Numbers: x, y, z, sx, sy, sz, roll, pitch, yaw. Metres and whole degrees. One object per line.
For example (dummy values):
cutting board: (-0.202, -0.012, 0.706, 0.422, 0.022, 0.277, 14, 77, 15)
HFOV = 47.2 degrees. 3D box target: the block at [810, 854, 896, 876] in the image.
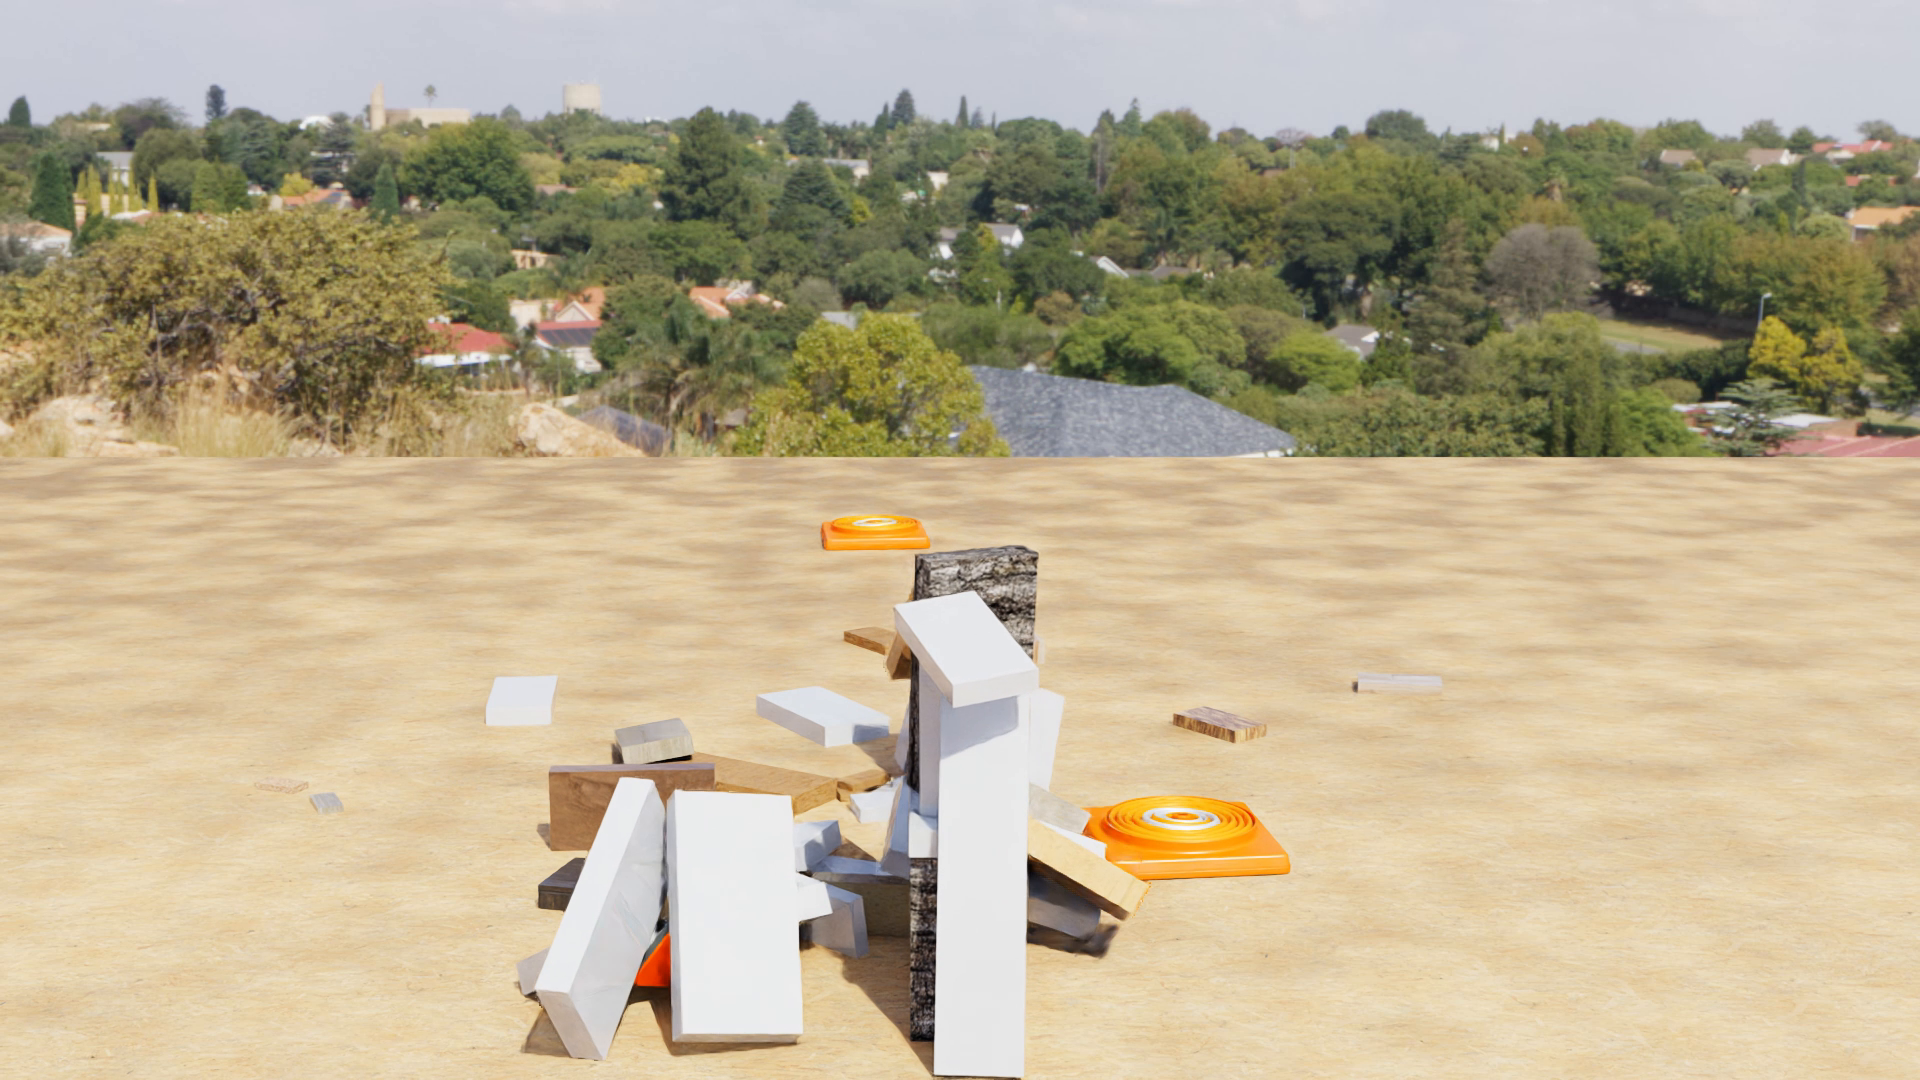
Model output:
block: (-0.143, 0.556, 3.615, 0.197, 0.028, 0.099, 13, 5, -29)

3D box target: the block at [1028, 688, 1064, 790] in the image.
block: (0.131, 0.360, 3.901, 0.027, 0.191, 0.095, -1, -17, 41)

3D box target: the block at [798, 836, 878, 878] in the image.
block: (-0.218, 0.551, 3.666, 0.099, 0.028, 0.197, 32, 20, 23)

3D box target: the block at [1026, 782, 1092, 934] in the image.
block: (0.105, 0.510, 3.591, 0.141, 0.040, 0.282, 28, 35, 5)

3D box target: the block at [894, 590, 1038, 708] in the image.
block: (0.006, 0.145, 2.974, 0.120, 0.034, 0.239, -10, 27, -18)

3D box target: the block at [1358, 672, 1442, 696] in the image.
block: (0.999, 0.329, 5.002, 0.186, 0.026, 0.093, 2, 11, 9)

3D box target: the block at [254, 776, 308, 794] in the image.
block: (-1.313, 0.475, 4.255, 0.093, 0.013, 0.046, 4, 11, 21)

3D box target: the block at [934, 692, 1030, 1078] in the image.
block: (0.031, 0.441, 2.974, 0.120, 0.554, 0.034, 1, -3, 3)

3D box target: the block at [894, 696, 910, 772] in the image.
block: (-0.023, 0.314, 4.340, 0.154, 0.309, 0.044, -6, 38, -28)

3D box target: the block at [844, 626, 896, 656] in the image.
block: (-0.198, 0.249, 5.434, 0.093, 0.026, 0.186, -7, 13, -35)

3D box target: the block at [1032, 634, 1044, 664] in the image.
block: (0.032, 0.181, 4.080, 0.152, 0.043, 0.304, -3, 10, -19)

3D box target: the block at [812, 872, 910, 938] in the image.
block: (-0.137, 0.577, 3.471, 0.191, 0.095, 0.027, 1, 22, 8)

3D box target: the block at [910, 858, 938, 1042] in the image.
block: (0.000, 0.561, 3.067, 0.138, 0.275, 0.039, 0, 10, 1)

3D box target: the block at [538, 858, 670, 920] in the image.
block: (-0.484, 0.579, 3.614, 0.386, 0.041, 0.145, 3, 11, 15)

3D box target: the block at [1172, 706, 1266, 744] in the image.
block: (0.550, 0.391, 4.666, 0.093, 0.026, 0.186, -8, 13, -37)

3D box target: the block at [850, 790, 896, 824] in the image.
block: (-0.103, 0.495, 4.108, 0.191, 0.027, 0.095, -3, 11, -14)

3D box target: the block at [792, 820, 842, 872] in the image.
block: (-0.356, 0.511, 3.613, 0.290, 0.041, 0.145, -7, 7, 21)

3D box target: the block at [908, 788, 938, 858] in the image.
block: (-0.002, 0.388, 3.136, 0.138, 0.039, 0.275, 0, 11, -1)

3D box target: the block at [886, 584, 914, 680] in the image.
block: (-0.032, 0.151, 4.270, 0.154, 0.309, 0.044, -3, 48, -23)

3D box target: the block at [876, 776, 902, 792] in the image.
block: (-0.113, 0.473, 4.235, 0.051, 0.015, 0.103, -6, 6, 31)

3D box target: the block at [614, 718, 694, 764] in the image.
block: (-0.616, 0.404, 4.413, 0.137, 0.039, 0.274, -10, 5, -12)

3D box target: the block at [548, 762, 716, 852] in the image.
block: (-0.579, 0.473, 3.901, 0.290, 0.145, 0.041, -1, 10, -4)

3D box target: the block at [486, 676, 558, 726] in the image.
block: (-0.962, 0.352, 4.843, 0.137, 0.039, 0.274, -1, 11, -7)

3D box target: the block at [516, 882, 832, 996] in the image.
block: (-0.425, 0.596, 3.297, 0.441, 0.049, 0.172, -7, -15, -35)

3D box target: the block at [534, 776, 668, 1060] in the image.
block: (-0.484, 0.524, 3.065, 0.049, 0.175, 0.349, 4, 48, 16)

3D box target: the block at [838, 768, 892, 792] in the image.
block: (-0.187, 0.463, 4.234, 0.103, 0.015, 0.051, -10, 15, -44)

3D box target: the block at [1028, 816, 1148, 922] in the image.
block: (0.118, 0.472, 3.384, 0.349, 0.049, 0.175, 29, -12, 7)

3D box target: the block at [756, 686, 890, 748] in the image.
block: (-0.296, 0.376, 4.704, 0.154, 0.044, 0.309, -7, 12, -32)

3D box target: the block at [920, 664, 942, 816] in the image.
block: (0.005, 0.263, 3.046, 0.120, 0.239, 0.034, 0, 11, 1)

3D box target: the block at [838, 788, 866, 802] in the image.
block: (-0.215, 0.480, 4.221, 0.051, 0.015, 0.103, -3, 11, -15)

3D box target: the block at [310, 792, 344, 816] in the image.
block: (-1.193, 0.496, 4.140, 0.046, 0.013, 0.093, -5, 12, -26)

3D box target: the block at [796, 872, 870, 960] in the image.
block: (-0.222, 0.582, 3.440, 0.191, 0.095, 0.027, 10, 24, 44)

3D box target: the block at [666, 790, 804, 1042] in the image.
block: (-0.318, 0.527, 3.092, 0.172, 0.345, 0.049, 5, -27, -22)

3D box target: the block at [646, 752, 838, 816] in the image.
block: (-0.434, 0.465, 4.236, 0.387, 0.039, 0.137, 7, 12, 32)

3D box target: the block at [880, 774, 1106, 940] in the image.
block: (0.056, 0.503, 3.493, 0.349, 0.049, 0.175, 20, 35, -6)

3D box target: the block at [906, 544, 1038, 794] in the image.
block: (0.017, 0.186, 3.162, 0.172, 0.345, 0.049, -5, 16, -27)
